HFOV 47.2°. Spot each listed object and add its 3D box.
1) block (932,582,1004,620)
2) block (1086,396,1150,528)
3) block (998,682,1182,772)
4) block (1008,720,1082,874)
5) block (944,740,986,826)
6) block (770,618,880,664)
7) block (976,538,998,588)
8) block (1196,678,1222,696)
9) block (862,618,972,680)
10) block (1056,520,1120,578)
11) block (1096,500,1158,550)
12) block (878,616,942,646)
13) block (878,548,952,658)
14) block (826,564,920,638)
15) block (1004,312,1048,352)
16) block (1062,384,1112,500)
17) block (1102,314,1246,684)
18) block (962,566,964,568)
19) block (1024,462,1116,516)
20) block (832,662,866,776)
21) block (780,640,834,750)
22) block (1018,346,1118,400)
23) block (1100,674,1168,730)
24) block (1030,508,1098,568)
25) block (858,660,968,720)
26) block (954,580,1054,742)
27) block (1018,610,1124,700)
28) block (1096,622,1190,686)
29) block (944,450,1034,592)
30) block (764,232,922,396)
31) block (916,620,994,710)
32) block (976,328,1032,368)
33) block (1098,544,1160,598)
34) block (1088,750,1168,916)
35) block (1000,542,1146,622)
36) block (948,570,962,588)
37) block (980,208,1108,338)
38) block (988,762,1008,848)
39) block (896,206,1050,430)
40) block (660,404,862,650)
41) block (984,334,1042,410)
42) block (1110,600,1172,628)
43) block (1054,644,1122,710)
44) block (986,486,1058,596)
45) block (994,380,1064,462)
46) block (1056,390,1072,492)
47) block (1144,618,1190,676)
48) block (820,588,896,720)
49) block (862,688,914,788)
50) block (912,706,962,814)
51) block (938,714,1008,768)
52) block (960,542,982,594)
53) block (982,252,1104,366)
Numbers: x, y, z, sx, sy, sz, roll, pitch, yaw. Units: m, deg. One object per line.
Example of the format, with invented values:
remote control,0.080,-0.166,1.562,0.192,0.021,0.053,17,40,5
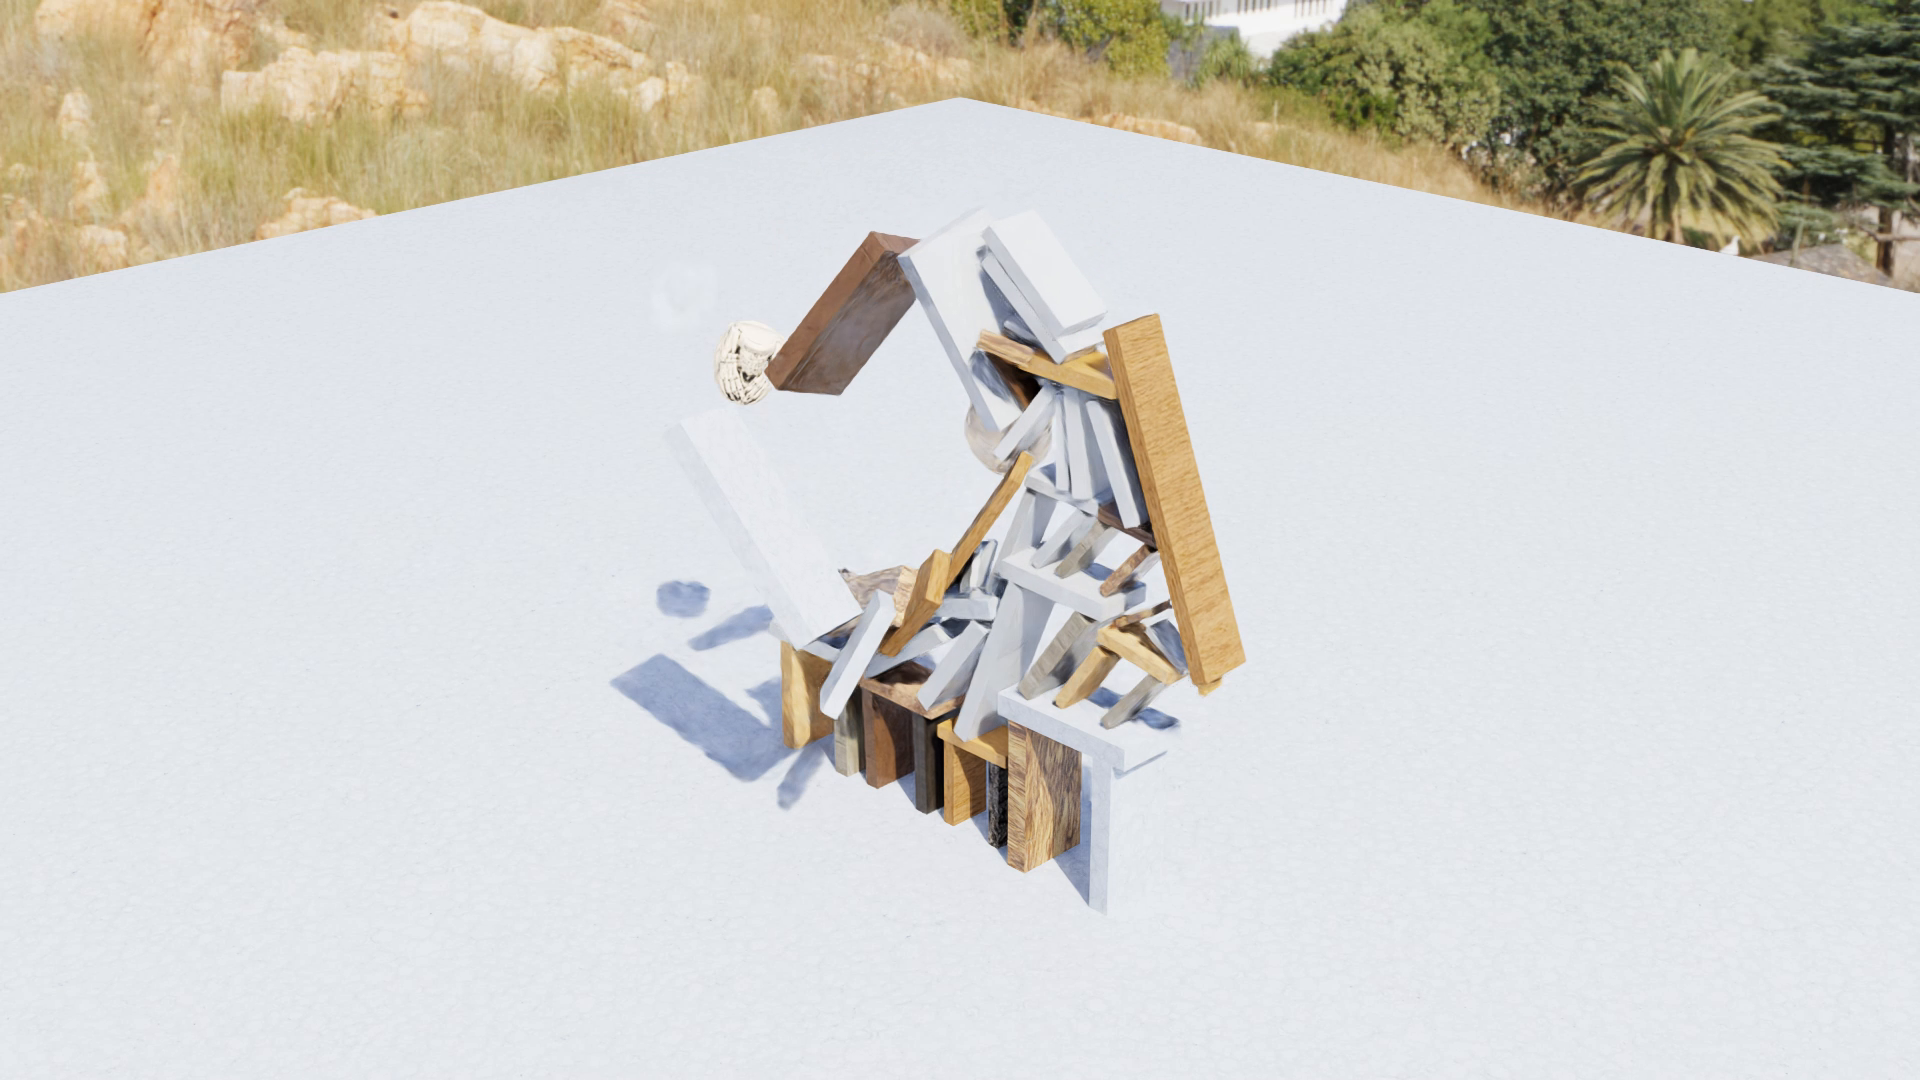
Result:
block,0.012,0.111,4.255,0.134,0.038,0.268,-21,15,-40
block,0.297,-0.146,3.834,0.030,0.230,0.107,-11,9,46
block,0.239,0.331,4.108,0.319,0.045,0.159,21,31,41
block,0.164,0.469,4.248,0.045,0.319,0.159,21,31,41
block,0.011,0.472,4.410,0.026,0.186,0.093,21,31,41
block,-0.264,0.201,4.593,0.252,0.036,0.126,20,30,40
block,0.043,0.046,4.201,0.013,0.095,0.047,28,26,32
block,0.431,0.215,3.867,0.015,0.105,0.053,0,19,43
block,-0.074,0.205,4.386,0.134,0.038,0.268,-21,-5,-41
block,0.240,0.007,3.971,0.077,0.155,0.022,-24,70,-43
block,0.325,-0.028,3.869,0.155,0.022,0.077,28,35,35
block,-0.126,0.185,4.445,0.091,0.026,0.182,-21,3,-41
block,-0.085,0.120,4.123,0.032,0.227,0.113,22,54,-14
block,-0.178,0.123,4.289,0.032,0.113,0.409,22,-13,-17
block,0.130,-0.366,3.879,0.096,0.014,0.048,32,32,11
block,0.231,-0.190,3.891,0.030,0.213,0.107,7,23,33
block,0.372,-0.069,3.792,0.033,0.633,0.115,-5,14,46
block,-0.004,0.059,4.269,0.103,0.015,0.052,-30,-8,40
block,0.209,-0.093,3.963,0.169,0.024,0.085,24,32,36
block,-0.204,0.357,4.597,0.126,0.252,0.036,-21,30,-41
block,-0.322,0.311,4.705,0.126,0.252,0.036,-21,31,-41
block,0.218,-0.299,3.833,0.213,0.030,0.107,22,32,38
block,0.331,0.280,3.981,0.086,0.171,0.024,-21,71,-41
block,0.204,-0.014,4.000,0.085,0.169,0.024,-23,72,-43
block,-0.096,0.295,4.455,0.111,0.031,0.221,-21,31,-41
block,0.094,0.217,4.214,0.123,0.398,0.035,-21,53,-41
block,0.210,0.197,4.080,0.123,0.247,0.035,-22,66,-41
block,0.338,0.197,3.941,0.086,0.024,0.171,-22,41,-41
block,0.033,-0.019,4.069,0.025,0.351,0.090,32,39,-4
block,-0.194,-0.414,4.067,0.177,0.355,0.050,0,47,-52
block,0.027,0.224,4.284,0.134,0.268,0.038,-21,67,-41
block,0.077,-0.334,3.814,0.096,0.014,0.048,22,32,-6
block,0.317,0.044,3.905,0.077,0.155,0.022,-21,72,-41
block,0.315,0.528,4.109,0.045,0.319,0.159,21,31,41
block,0.207,0.074,4.032,0.247,0.035,0.123,24,33,38
block,-0.002,0.071,4.243,0.047,0.013,0.094,-20,-8,-41
block,0.148,-0.465,3.826,0.115,0.033,0.230,-25,74,-39
block,0.098,0.506,4.329,0.026,0.186,0.093,21,31,41
block,0.047,-0.393,3.916,0.177,0.355,0.050,-36,20,-22
block,-0.359,-0.028,4.025,0.050,0.461,0.177,-34,-3,30
block,0.097,-0.297,3.909,0.048,0.135,0.014,-44,22,-24
block,0.324,0.133,3.937,0.053,0.015,0.105,-22,0,-43
block,0.246,0.243,4.059,0.086,0.171,0.024,-21,66,-41
block,0.121,-0.009,4.092,0.085,0.256,0.024,-22,54,-42
block,0.137,-0.220,3.940,0.025,0.179,0.090,45,31,11
block,0.206,-0.186,3.918,0.025,0.179,0.090,13,26,31
block,0.380,0.188,3.897,0.053,0.015,0.105,-22,64,-41
block,-0.189,0.209,4.045,0.032,0.227,0.113,27,11,-12
block,-0.147,0.392,4.551,0.031,0.221,0.111,18,29,42
block,-0.042,0.434,4.454,0.111,0.221,0.031,-21,29,-41
block,0.054,0.391,4.328,0.186,0.026,0.093,21,31,41
block,0.021,0.050,4.150,0.013,0.095,0.047,15,-21,-20
block,0.149,-0.418,3.850,0.115,0.033,0.230,-24,73,-44
